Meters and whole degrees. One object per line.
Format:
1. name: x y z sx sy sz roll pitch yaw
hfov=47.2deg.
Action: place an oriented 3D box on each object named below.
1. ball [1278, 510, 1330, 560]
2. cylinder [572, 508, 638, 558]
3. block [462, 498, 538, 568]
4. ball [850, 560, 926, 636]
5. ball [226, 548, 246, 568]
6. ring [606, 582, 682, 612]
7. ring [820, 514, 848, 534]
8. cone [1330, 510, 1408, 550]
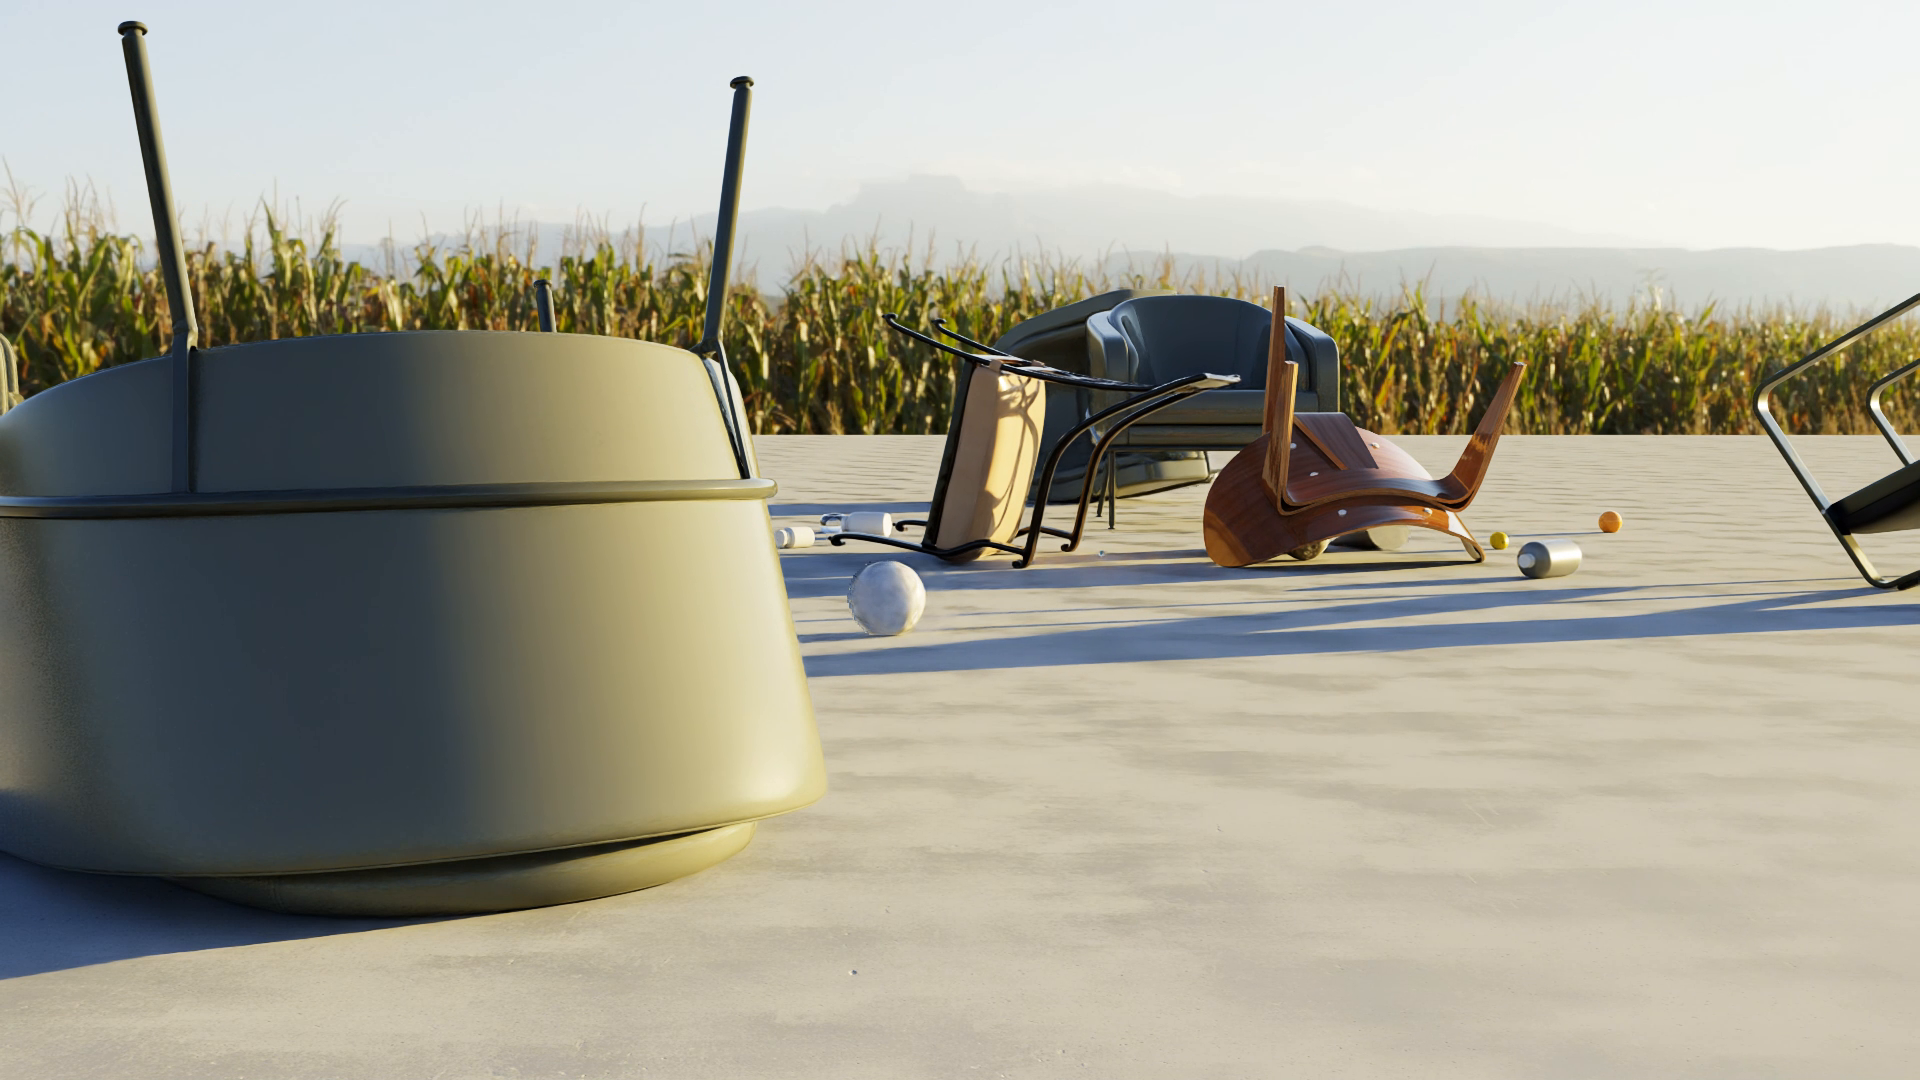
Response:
1. ball: 0.903 -0.014 5.772 0.134 0.134 0.134 0 4 0
2. cylinder: -0.948 -0.018 5.868 0.148 0.128 0.180 -1 -2 -17
3. block: -1.172 -0.018 5.602 0.161 0.165 0.190 0 4 -4
4. ball: -0.131 0.106 3.997 0.137 0.137 0.137 0 4 0
5. ball: -1.819 0.045 5.526 0.050 0.050 0.050 0 4 0
6. ring: -0.650 0.116 4.529 0.157 0.046 0.249 -1 4 -2
7. ring: -0.395 -0.051 6.889 0.090 0.057 0.138 -2 5 -3
8. cone: 1.126 -0.007 6.238 0.155 0.115 0.257 -1 -9 -33
